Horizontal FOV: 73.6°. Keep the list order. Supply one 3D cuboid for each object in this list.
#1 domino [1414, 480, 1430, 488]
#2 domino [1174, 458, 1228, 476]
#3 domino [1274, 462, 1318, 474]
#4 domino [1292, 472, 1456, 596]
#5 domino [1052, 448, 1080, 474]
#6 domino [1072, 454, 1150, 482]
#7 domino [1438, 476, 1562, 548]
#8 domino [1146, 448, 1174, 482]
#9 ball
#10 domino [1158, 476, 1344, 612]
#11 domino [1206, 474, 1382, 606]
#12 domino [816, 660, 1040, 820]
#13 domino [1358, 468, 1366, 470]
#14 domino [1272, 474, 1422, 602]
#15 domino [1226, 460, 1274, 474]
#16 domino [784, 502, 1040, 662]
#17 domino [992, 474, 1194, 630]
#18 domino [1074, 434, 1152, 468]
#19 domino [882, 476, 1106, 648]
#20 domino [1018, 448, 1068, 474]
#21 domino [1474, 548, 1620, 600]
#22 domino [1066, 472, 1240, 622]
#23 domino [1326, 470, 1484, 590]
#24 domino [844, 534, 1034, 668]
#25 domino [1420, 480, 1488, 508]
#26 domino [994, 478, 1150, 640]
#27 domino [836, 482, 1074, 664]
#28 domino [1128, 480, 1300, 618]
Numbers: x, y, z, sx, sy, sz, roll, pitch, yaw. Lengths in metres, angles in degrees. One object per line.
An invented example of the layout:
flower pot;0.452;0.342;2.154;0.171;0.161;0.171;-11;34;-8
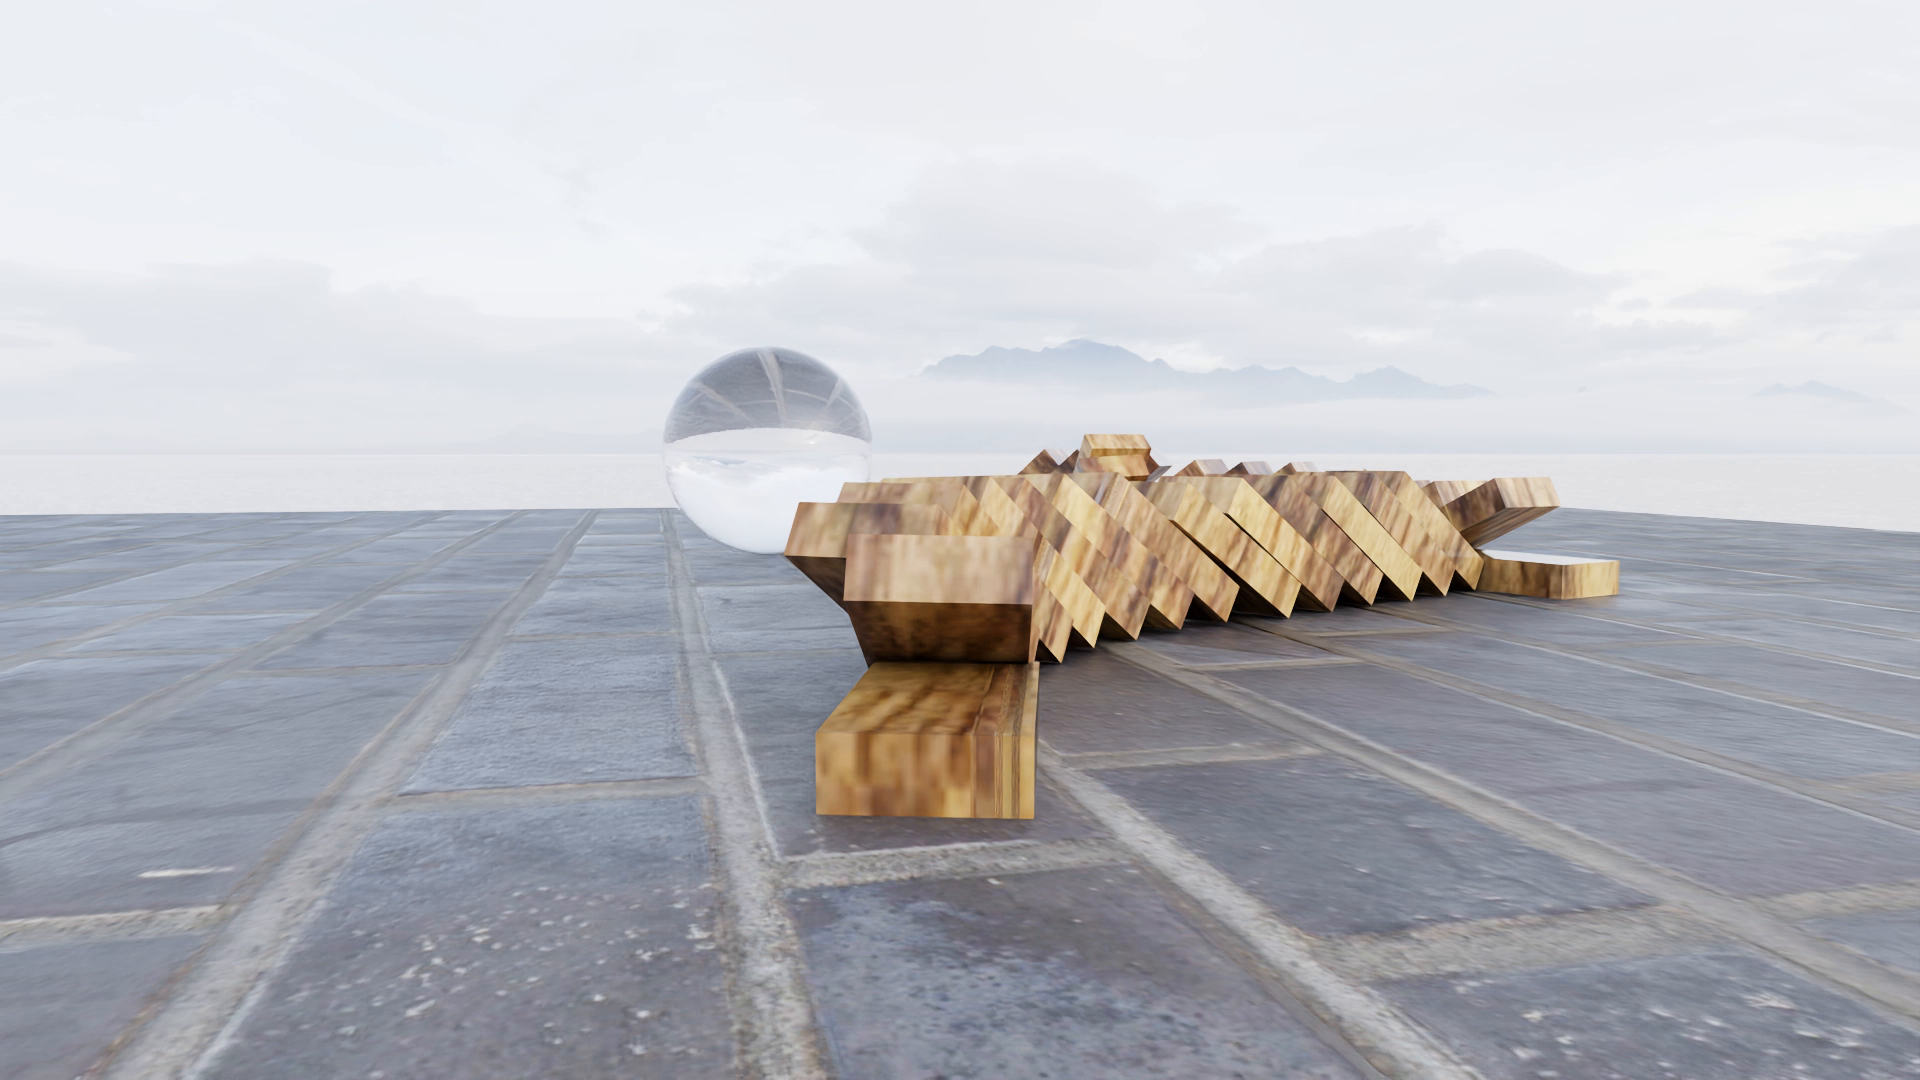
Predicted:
domino;0.136;-0.006;0.443;0.025;0.009;0.050;-4;-20;-44
domino;0.077;-0.012;0.486;0.050;0.010;0.025;-39;-18;30
domino;0.107;-0.011;0.470;0.050;0.009;0.025;-37;-16;29
domino;0.114;-0.002;0.355;0.025;0.010;0.050;5;-26;50
domino;0.039;-0.019;0.550;0.050;0.010;0.025;-43;-12;19
domino;0.052;-0.014;0.493;0.025;0.010;0.050;-5;-31;-16
domino;0.156;-0.004;0.397;0.025;0.009;0.050;-2;-22;-30
domino;0.065;-0.018;0.539;0.050;0.010;0.025;-43;-12;19
ball;-0.073;-0.034;0.492;0.080;0.080;0.080;0;4;0
domino;0.072;0.001;0.321;0.050;0.010;0.025;37;-20;-36
domino;0.085;0.000;0.332;0.050;0.010;0.025;37;-20;-36
domino;-0.002;0.025;0.171;0.025;0.010;0.050;0;4;4
domino;0.123;-0.009;0.461;0.050;0.009;0.025;-33;-14;30
domino;0.100;0.000;0.343;0.050;0.010;0.025;37;-20;-36
domino;0.092;-0.011;0.478;0.050;0.010;0.025;-38;-17;30
domino;-0.006;0.009;0.220;0.025;0.009;0.050;2;-25;24
domino;0.027;0.003;0.284;0.025;0.010;0.050;2;-29;49
domino;0.057;-0.019;0.513;0.025;0.050;0.010;-1;40;-18
domino;0.006;0.005;0.254;0.025;0.010;0.050;1;-30;36
domino;0.026;-0.019;0.555;0.050;0.010;0.025;-43;-12;19
domino;0.163;0.009;0.379;0.025;0.010;0.050;-2;5;-29
domino;0.040;0.002;0.296;0.025;0.009;0.050;2;-30;49
domino;0.126;-0.003;0.367;0.050;0.010;0.025;37;-20;-34
domino;-0.002;0.013;0.194;0.025;0.010;0.050;1;-21;2
domino;0.146;-0.004;0.419;0.025;0.009;0.050;-2;-22;-31
domino;0.016;0.004;0.271;0.025;0.010;0.050;3;-28;44
domino;0.000;0.007;0.239;0.025;0.009;0.050;3;-29;32
domino;0.058;0.002;0.309;0.050;0.010;0.025;36;-19;-36
